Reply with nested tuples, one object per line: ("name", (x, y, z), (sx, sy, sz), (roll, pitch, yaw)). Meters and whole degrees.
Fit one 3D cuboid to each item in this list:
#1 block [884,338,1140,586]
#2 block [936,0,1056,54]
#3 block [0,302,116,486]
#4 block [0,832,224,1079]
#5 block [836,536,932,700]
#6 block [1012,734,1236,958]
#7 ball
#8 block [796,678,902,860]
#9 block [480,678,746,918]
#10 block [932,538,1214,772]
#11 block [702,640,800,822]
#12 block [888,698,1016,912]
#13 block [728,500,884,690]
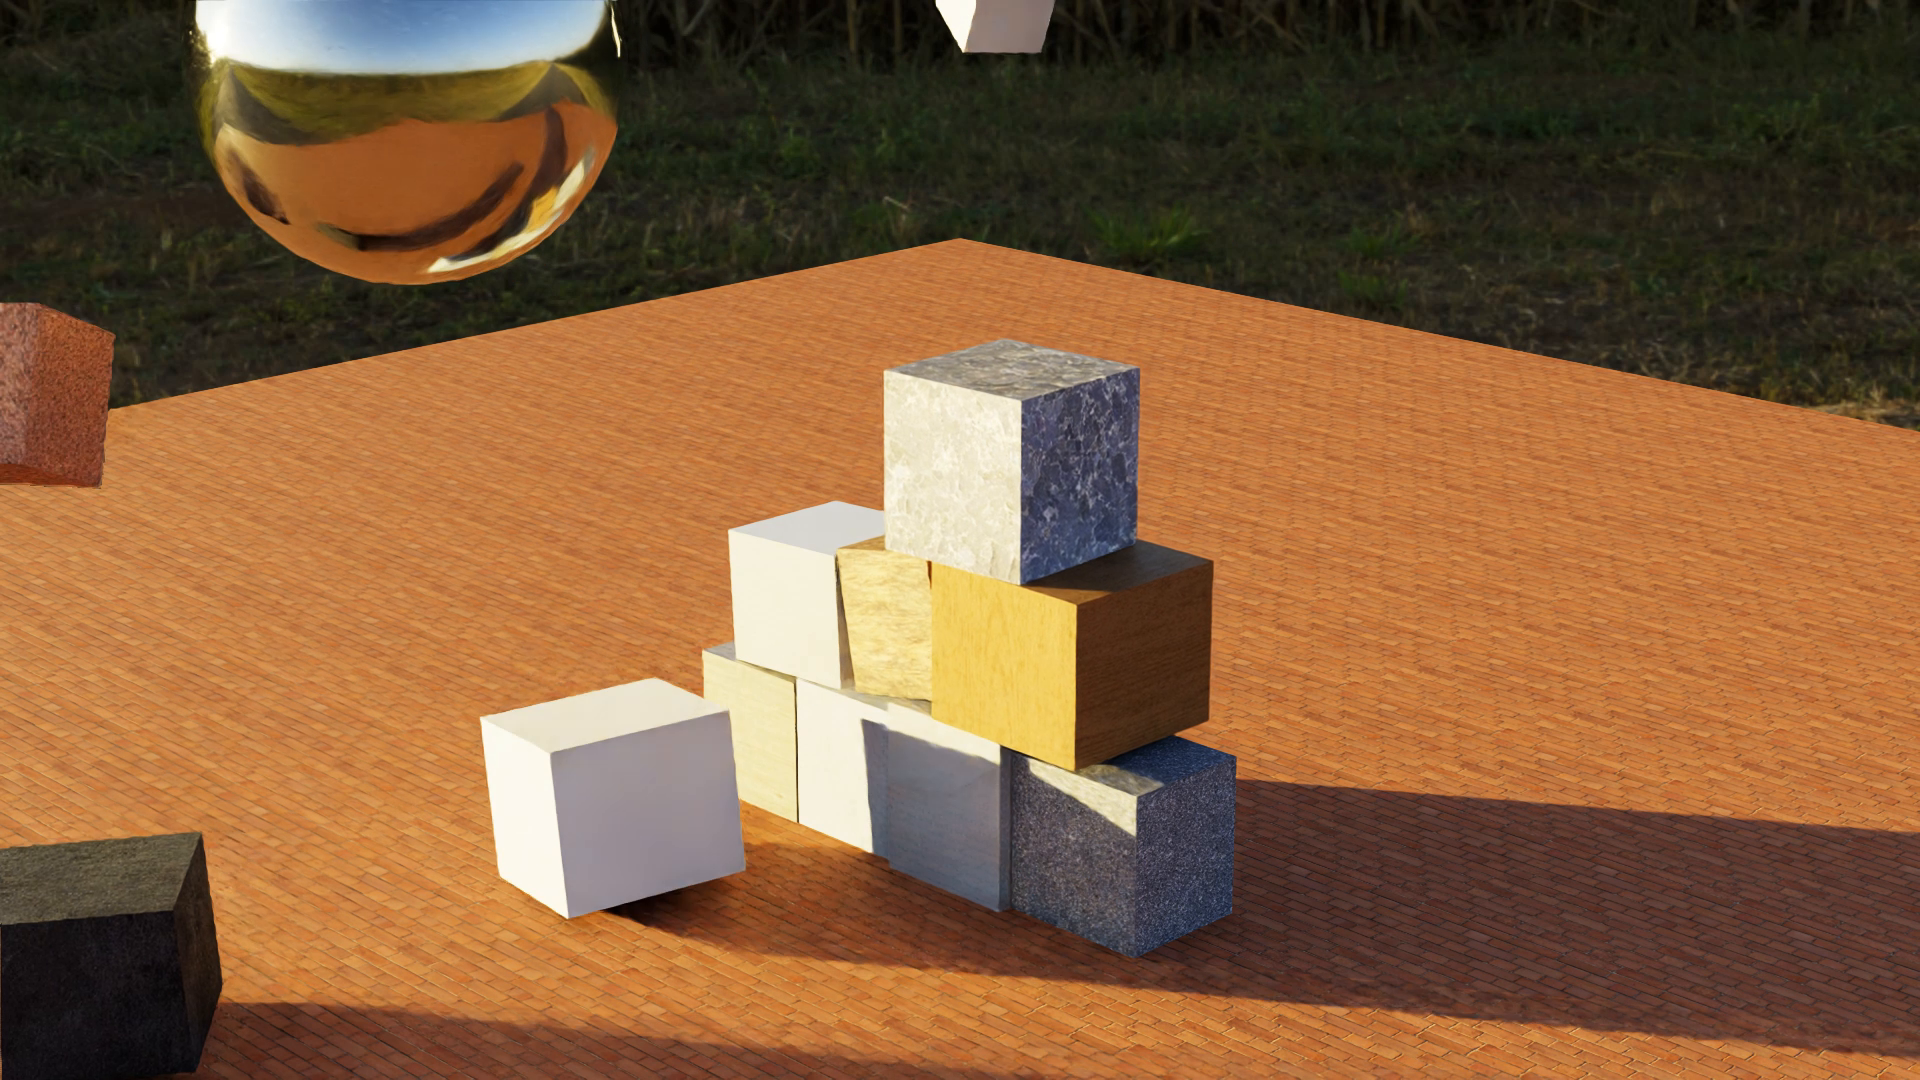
("block", (0.228, -0.360, 12.918), (0.787, 0.813, 0.800), (15, 23, 39))
("block", (0.174, -2.498, 13.334), (0.384, 0.408, 0.396), (-3, 44, -23))
("block", (-3.630, -0.550, 11.050), (0.601, 0.596, 0.600), (3, -6, 11))
("block", (-3.497, 1.680, 11.767), (0.871, 0.697, 0.775), (-4, 18, -5))
("block", (-0.108, 0.321, 13.496), (0.582, 0.682, 0.605), (-16, 13, -42))
("block", (0.722, 1.297, 12.969), (0.657, 0.749, 0.727), (-17, 24, -42))
("ball", (-2.014, -1.730, 10.686), (1.600, 1.600, 1.600), (0, 17, 0))
("block", (-0.267, 0.996, 13.952), (0.749, 0.734, 0.671), (-17, 24, -42))
("block", (-1.568, 1.148, 13.250), (0.878, 0.759, 0.760), (-12, 15, -30))
("block", (0.492, 0.445, 12.964), (0.871, 0.750, 0.877), (-16, 24, -42))
("block", (-0.748, 0.864, 14.413), (0.761, 0.709, 0.666), (-17, 24, -42))
("block", (0.206, 1.112, 13.446), (0.707, 0.813, 0.798), (17, 24, 42))
("block", (-0.583, 0.251, 14.038), (0.689, 0.645, 0.756), (-16, 21, -42))
